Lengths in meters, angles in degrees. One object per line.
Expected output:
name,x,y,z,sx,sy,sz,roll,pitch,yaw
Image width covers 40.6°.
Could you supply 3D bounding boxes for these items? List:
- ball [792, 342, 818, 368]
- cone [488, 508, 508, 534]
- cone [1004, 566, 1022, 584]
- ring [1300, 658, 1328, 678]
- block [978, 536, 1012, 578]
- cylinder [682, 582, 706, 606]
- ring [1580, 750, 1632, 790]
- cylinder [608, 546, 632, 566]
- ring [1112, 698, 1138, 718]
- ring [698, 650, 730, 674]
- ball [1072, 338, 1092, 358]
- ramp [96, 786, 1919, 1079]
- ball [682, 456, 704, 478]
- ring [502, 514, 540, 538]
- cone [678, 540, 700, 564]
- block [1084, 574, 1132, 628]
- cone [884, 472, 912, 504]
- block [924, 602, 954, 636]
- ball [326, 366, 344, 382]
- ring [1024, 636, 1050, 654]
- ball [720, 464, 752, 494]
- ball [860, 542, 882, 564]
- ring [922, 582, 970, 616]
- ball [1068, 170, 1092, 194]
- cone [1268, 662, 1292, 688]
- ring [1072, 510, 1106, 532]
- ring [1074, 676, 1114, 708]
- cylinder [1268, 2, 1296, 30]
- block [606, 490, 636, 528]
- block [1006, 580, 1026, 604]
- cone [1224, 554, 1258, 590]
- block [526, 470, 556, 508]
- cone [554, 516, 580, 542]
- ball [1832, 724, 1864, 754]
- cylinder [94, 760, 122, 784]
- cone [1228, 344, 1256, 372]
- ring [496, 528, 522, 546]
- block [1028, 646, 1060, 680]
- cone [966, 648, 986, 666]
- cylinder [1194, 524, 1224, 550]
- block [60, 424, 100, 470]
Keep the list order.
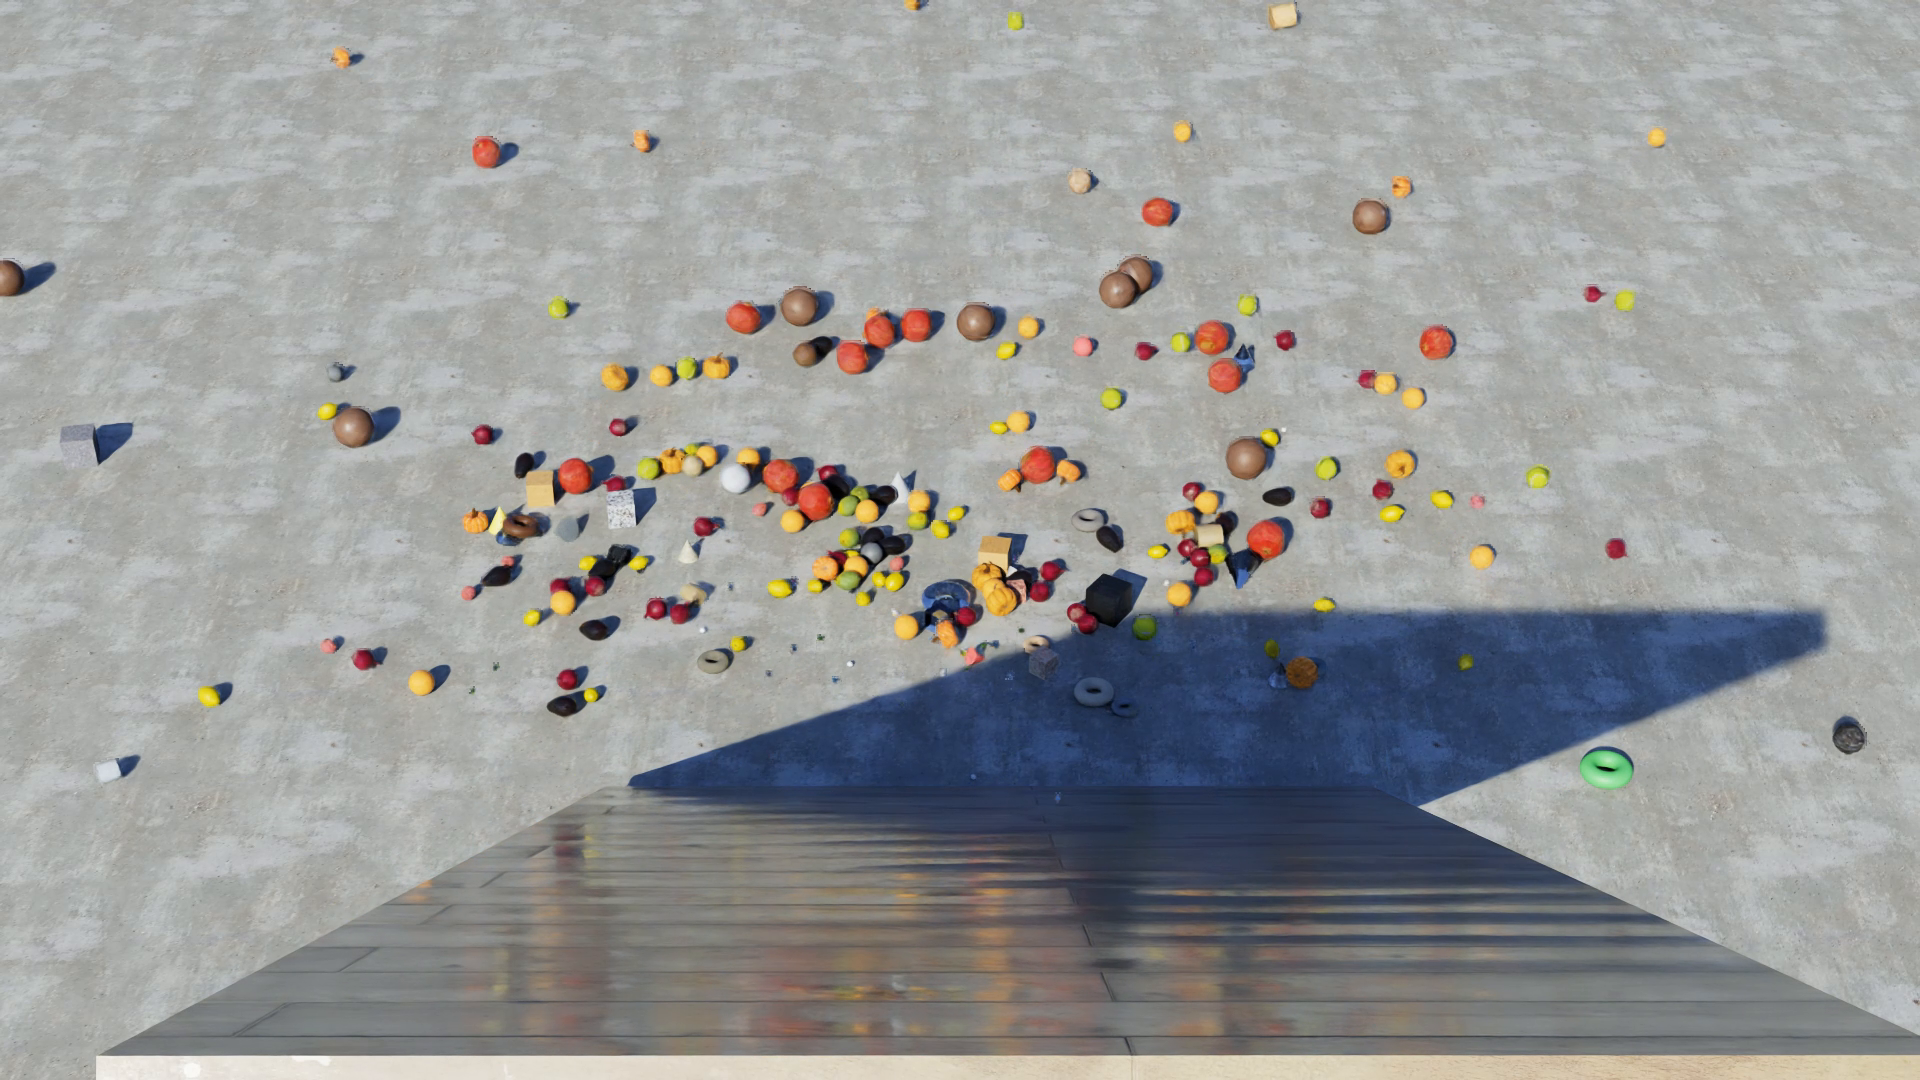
ball,-0.522,-0.624,8.757,0.084,0.084,0.084,0,34,0
cone,-1.403,-0.069,7.926,0.080,0.080,0.080,0,34,0
cone,0.148,0.114,7.701,0.052,0.052,0.052,30,70,37
ring,0.998,0.360,7.329,0.079,0.026,0.079,-1,34,1
block,0.105,0.051,7.738,0.087,0.087,0.087,5,34,7
cylinder,-0.781,0.160,7.606,0.052,0.052,0.052,28,43,35
ring,1.726,0.613,6.930,0.140,0.047,0.140,-1,33,1
cylinder,-1.021,0.046,7.778,0.052,0.052,0.052,16,37,22
ring,0.456,0.463,7.174,0.077,0.026,0.077,-1,34,1
ring,-0.699,0.345,7.348,0.091,0.030,0.091,1,35,0
ball,0.417,-0.656,8.819,0.067,0.067,0.067,0,34,0
ramp,0.074,0.648,4.778,2.000,0.100,4.000,0,-1,0
ball,-0.842,-0.232,8.181,0.068,0.068,0.068,0,34,0
ring,-1.331,-0.041,7.881,0.115,0.038,0.115,10,24,-4
cone,-0.818,0.026,7.798,0.064,0.064,0.064,0,34,0
block,0.432,0.176,7.540,0.099,0.099,0.099,20,38,27
cone,-0.192,-0.176,8.077,0.089,0.089,0.089,0,34,0
block,-0.058,0.229,7.495,0.061,0.061,0.061,-28,42,-35
ball,-2.091,-0.556,8.678,0.058,0.058,0.058,0,34,0
ring,0.218,0.302,7.417,0.077,0.026,0.077,1,35,0
ball,-0.698,-0.190,8.093,0.096,0.096,0.096,0,34,0
ball,-0.265,0.040,7.773,0.068,0.068,0.068,0,34,0
ring,-0.041,0.172,7.592,0.146,0.049,0.146,1,34,0
ball,0.456,-1.361,9.859,0.090,0.090,0.090,0,34,0
cone,0.899,0.368,7.279,0.067,0.067,0.067,0,34,0
ring,0.393,-0.060,7.952,0.104,0.035,0.104,-1,33,1
ring,0.373,0.423,7.223,0.113,0.038,0.113,0,35,0
cylinder,1.390,-2.259,11.189,0.098,0.098,0.098,-11,34,-3
block,-1.041,-0.094,7.961,0.083,0.083,0.083,-5,34,-8
block,0.165,0.152,7.619,0.050,0.050,0.050,-6,34,-8
cone,0.830,0.107,7.692,0.100,0.100,0.100,5,61,8
block,-1.302,-0.159,8.060,0.080,0.080,0.080,-3,34,-4
cone,-1.217,-0.029,7.905,0.079,0.079,0.079,-6,22,44
ball,2.402,0.537,7.012,0.082,0.082,0.082,0,34,0
cylinder,-2.271,0.618,6.915,0.053,0.053,0.053,-19,38,-27
cone,0.954,-0.626,8.755,0.089,0.089,0.089,0,34,0
ring,-1.370,-0.009,7.881,0.083,0.028,0.083,5,33,-3
block,0.236,0.347,7.317,0.060,0.060,0.060,27,42,34
cone,0.052,0.334,7.370,0.052,0.052,0.052,12,24,-33
cylinder,0.751,-0.008,7.837,0.076,0.076,0.076,-4,34,-6
block,-2.799,-0.298,8.251,0.100,0.100,0.100,-7,34,-10
